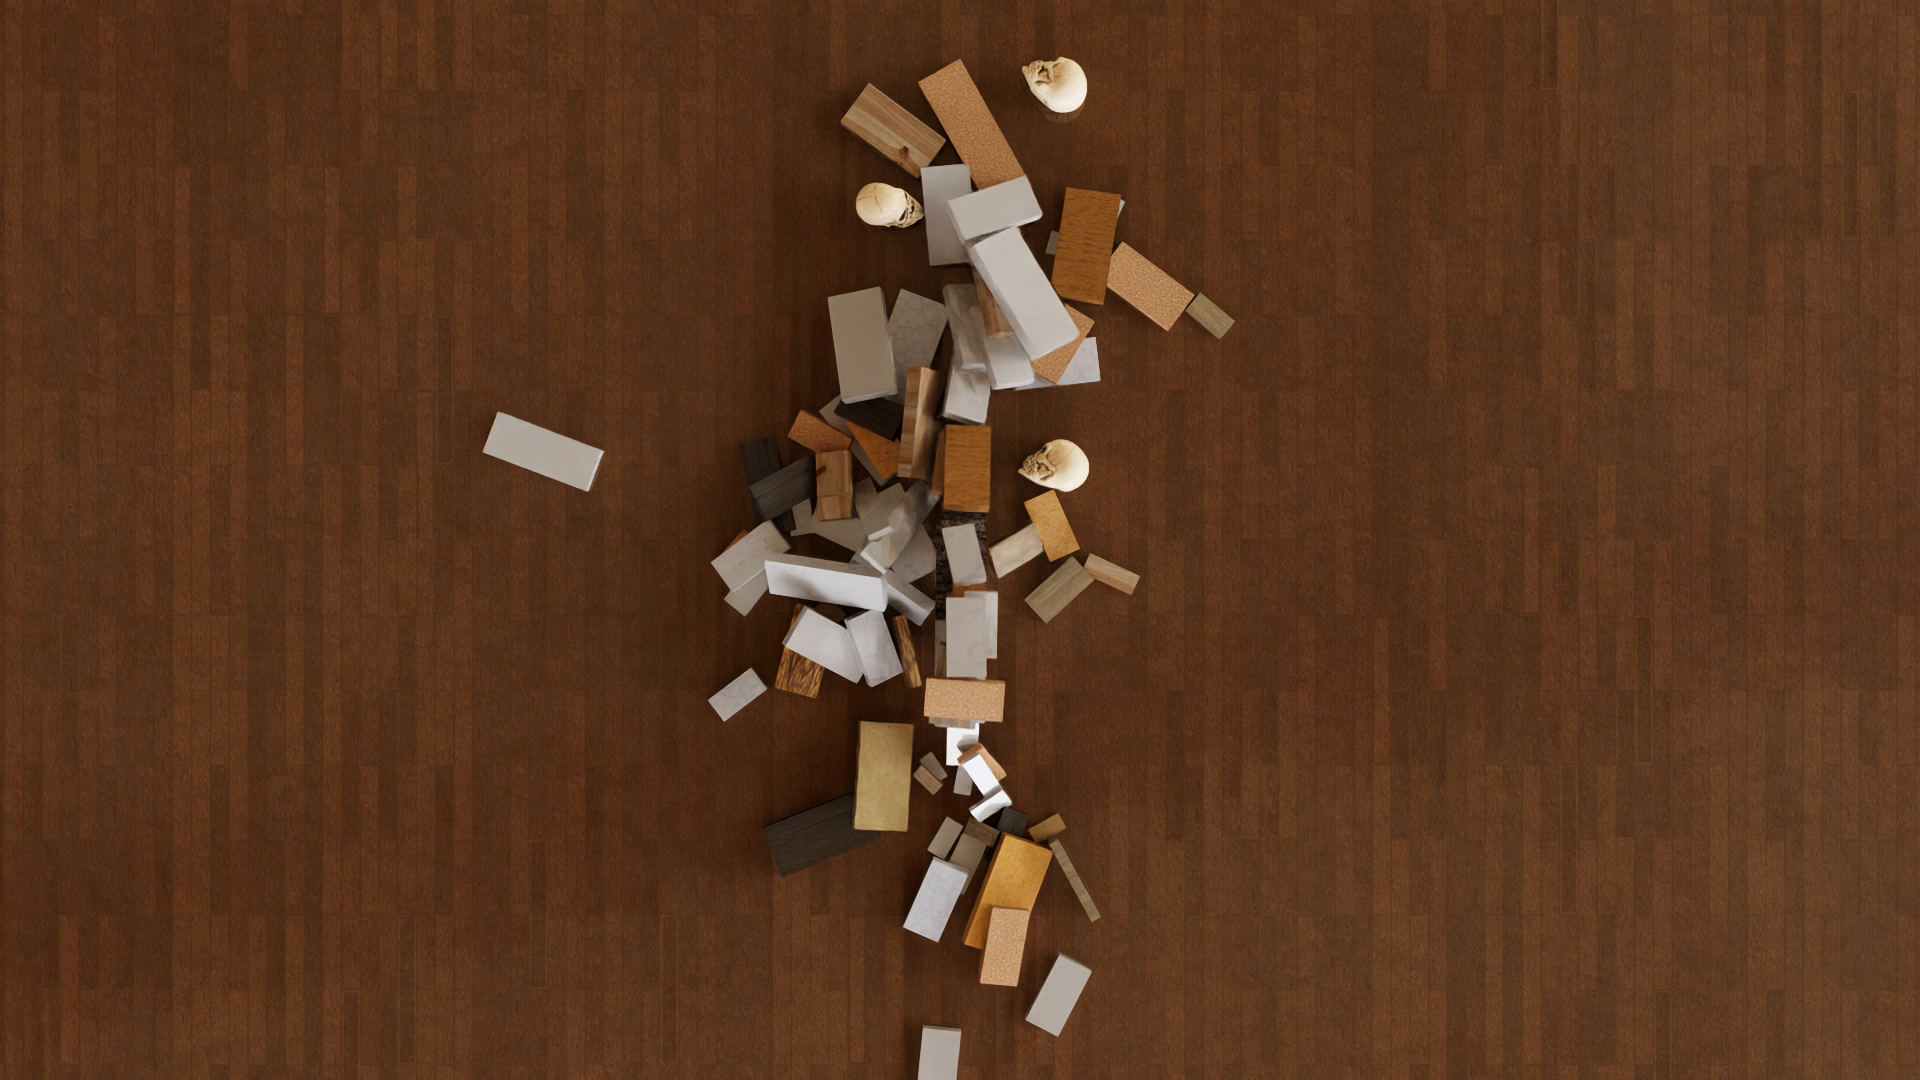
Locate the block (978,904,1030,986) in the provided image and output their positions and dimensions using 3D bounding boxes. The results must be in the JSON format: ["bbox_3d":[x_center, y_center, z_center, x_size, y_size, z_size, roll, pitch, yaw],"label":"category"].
[{"bbox_3d":[0.144,1.332,5.421,0.127,0.036,0.254,9,94,-13],"label":"block"}]

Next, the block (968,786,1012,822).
[{"bbox_3d":[0.100,0.875,5.445,0.129,0.018,0.064,-34,125,2],"label":"block"}]

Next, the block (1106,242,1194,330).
[{"bbox_3d":[0.615,-0.843,5.480,0.299,0.040,0.143,37,90,0],"label":"block"}]

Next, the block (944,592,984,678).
[{"bbox_3d":[0.017,0.293,5.094,0.125,0.035,0.257,3,76,-1],"label":"block"}]

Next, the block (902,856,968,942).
[{"bbox_3d":[-0.080,1.190,5.463,0.127,0.036,0.254,23,98,0],"label":"block"}]

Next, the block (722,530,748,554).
[{"bbox_3d":[-0.740,0.039,5.490,0.070,0.020,0.139,42,90,0],"label":"block"}]

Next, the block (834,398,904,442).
[{"bbox_3d":[-0.289,-0.419,5.408,0.225,0.032,0.113,26,80,18],"label":"block"}]

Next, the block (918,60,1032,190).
[{"bbox_3d":[0.050,-1.341,5.477,0.159,0.045,0.486,-29,90,0],"label":"block"}]

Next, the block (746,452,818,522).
[{"bbox_3d":[-0.562,-0.175,5.429,0.253,0.036,0.126,-31,97,-22],"label":"block"}]

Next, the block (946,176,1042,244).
[{"bbox_3d":[0.112,-1.078,5.387,0.285,0.040,0.143,-21,83,-16],"label":"block"}]

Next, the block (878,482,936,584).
[{"bbox_3d":[-0.195,-0.018,5.457,0.155,0.044,0.310,-28,82,0],"label":"block"}]

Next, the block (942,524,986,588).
[{"bbox_3d":[0.012,0.047,5.108,0.102,0.029,0.203,-10,57,-5],"label":"block"}]

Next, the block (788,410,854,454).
[{"bbox_3d":[-0.461,-0.340,5.464,0.199,0.028,0.099,30,105,6],"label":"block"}]

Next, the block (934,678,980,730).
[{"bbox_3d":[-0.005,0.457,5.104,0.125,0.035,0.250,5,83,0],"label":"block"}]

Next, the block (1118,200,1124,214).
[{"bbox_3d":[0.483,-1.071,5.489,0.075,0.021,0.150,24,90,0],"label":"block"}]

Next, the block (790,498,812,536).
[{"bbox_3d":[-0.534,-0.099,5.488,0.081,0.023,0.163,-9,90,0],"label":"block"}]

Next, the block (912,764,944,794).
[{"bbox_3d":[-0.106,0.797,5.483,0.097,0.014,0.049,43,107,4],"label":"block"}]

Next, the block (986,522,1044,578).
[{"bbox_3d":[0.177,0.032,5.411,0.216,0.031,0.108,-30,112,-34],"label":"block"}]

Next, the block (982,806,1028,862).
[{"bbox_3d":[0.151,0.984,5.474,0.093,0.026,0.185,21,90,-17],"label":"block"}]

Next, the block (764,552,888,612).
[{"bbox_3d":[-0.436,0.135,5.378,0.396,0.155,0.044,9,45,12],"label":"block"}]

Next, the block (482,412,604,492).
[{"bbox_3d":[-1.384,-0.294,5.480,0.365,0.041,0.144,21,90,0],"label":"block"}]

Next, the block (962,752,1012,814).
[{"bbox_3d":[0.089,0.798,5.418,0.064,0.018,0.261,-31,125,0],"label":"block"}]

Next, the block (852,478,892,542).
[{"bbox_3d":[-0.293,-0.103,5.378,0.081,0.293,0.023,-26,128,0],"label":"block"}]

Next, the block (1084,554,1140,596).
[{"bbox_3d":[0.501,0.113,5.490,0.183,0.020,0.070,25,90,0],"label":"block"}]

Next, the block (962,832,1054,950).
[{"bbox_3d":[0.157,1.174,5.452,0.175,0.050,0.383,20,91,-13],"label":"block"}]

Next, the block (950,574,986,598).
[{"bbox_3d":[0.031,0.187,5.089,0.102,0.029,0.203,-5,76,-3],"label":"block"}]

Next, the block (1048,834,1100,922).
[{"bbox_3d":[0.375,1.111,5.439,0.034,0.121,0.288,-29,90,0],"label":"block"}]

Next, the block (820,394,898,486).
[{"bbox_3d":[-0.316,-0.343,5.482,0.126,0.036,0.322,-39,90,0],"label":"block"}]

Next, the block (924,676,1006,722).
[{"bbox_3d":[0.014,0.481,5.002,0.238,0.034,0.119,4,101,1],"label":"block"}]

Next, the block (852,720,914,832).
[{"bbox_3d":[-0.254,0.778,5.442,0.176,0.050,0.351,5,85,-13],"label":"block"}]

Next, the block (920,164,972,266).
[{"bbox_3d":[-0.035,-1.074,5.453,0.159,0.045,0.319,-5,99,1],"label":"block"}]

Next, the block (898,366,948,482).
[{"bbox_3d":[-0.118,-0.378,5.410,0.051,0.180,0.359,6,90,31],"label":"block"}]

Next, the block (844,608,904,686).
[{"bbox_3d":[-0.284,0.348,5.431,0.121,0.034,0.242,-25,106,-20],"label":"block"}]

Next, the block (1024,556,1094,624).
[{"bbox_3d":[0.329,0.164,5.474,0.216,0.031,0.108,-43,90,6],"label":"block"}]

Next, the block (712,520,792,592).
[{"bbox_3d":[-0.688,0.050,5.445,0.243,0.034,0.122,-37,86,7],"label":"block"}]

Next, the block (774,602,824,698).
[{"bbox_3d":[-0.509,0.367,5.480,0.144,0.041,0.288,15,90,0],"label":"block"}]

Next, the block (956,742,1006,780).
[{"bbox_3d":[0.072,0.747,5.425,0.093,0.026,0.185,-35,133,3],"label":"block"}]

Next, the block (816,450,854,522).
[{"bbox_3d":[-0.411,-0.177,5.411,0.112,0.032,0.225,-6,78,13],"label":"block"}]

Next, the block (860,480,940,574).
[{"bbox_3d":[-0.193,-0.048,5.371,0.099,0.028,0.368,40,52,-7],"label":"block"}]

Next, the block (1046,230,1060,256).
[{"bbox_3d":[0.366,-0.971,5.489,0.150,0.021,0.075,16,90,0],"label":"block"}]

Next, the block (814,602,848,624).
[{"bbox_3d":[-0.468,0.278,5.441,0.179,0.025,0.090,-44,87,-5],"label":"block"}]

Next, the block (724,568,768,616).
[{"bbox_3d":[-0.694,0.155,5.487,0.090,0.025,0.179,39,90,0],"label":"block"}]

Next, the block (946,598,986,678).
[{"bbox_3d":[0.019,0.293,4.975,0.119,0.034,0.238,-1,85,0],"label":"block"}]

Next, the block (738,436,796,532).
[{"bbox_3d":[-0.638,-0.176,5.469,0.122,0.034,0.318,-13,89,11],"label":"block"}]
